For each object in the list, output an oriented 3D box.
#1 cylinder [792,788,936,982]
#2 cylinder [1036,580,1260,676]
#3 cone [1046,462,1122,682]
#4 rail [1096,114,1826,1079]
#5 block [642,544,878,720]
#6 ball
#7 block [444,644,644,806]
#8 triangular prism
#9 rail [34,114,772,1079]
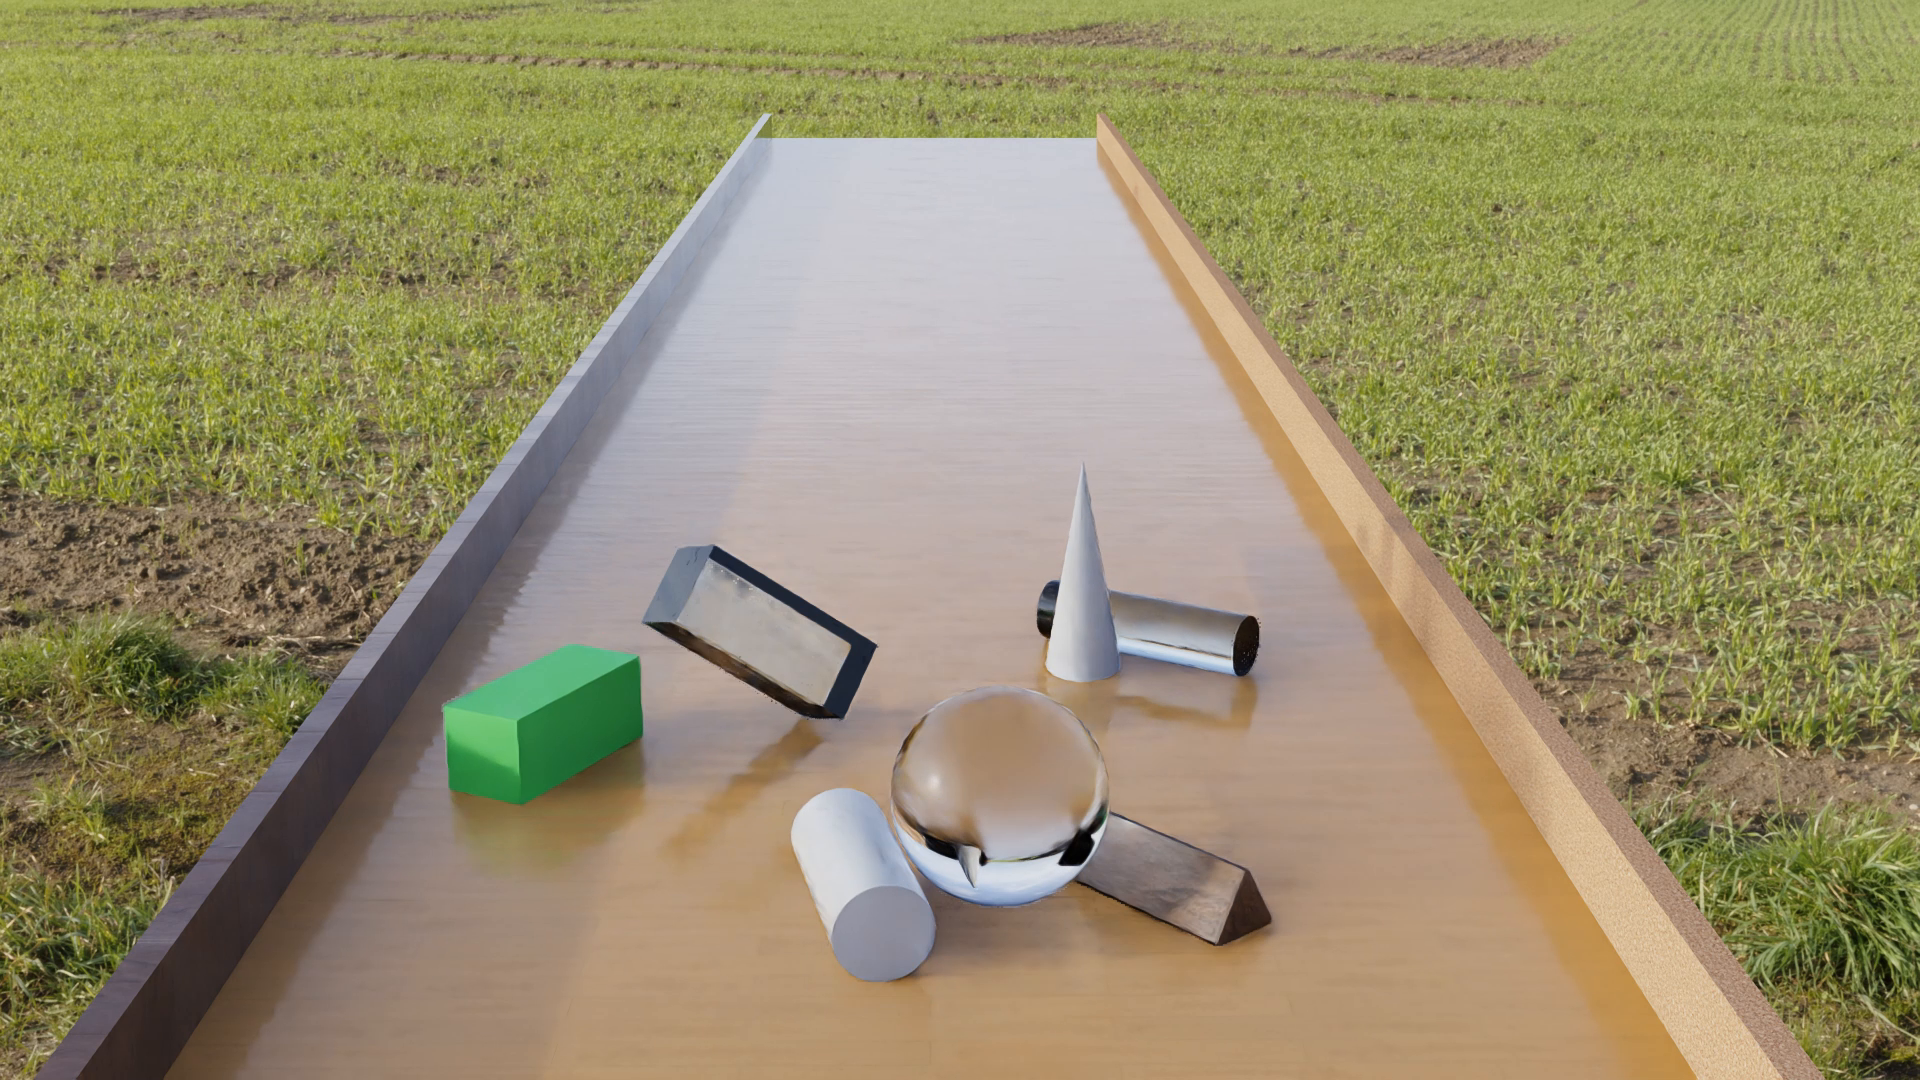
[{"bbox_3d":[-0.148,0.506,3.262,0.150,0.150,0.355,-4,17,-13],"label":"cylinder"},{"bbox_3d":[0.375,0.175,4.424,0.440,0.123,0.123,10,19,31],"label":"cylinder"},{"bbox_3d":[0.240,0.046,4.272,0.150,0.440,0.150,-1,24,1],"label":"cone"},{"bbox_3d":[0.932,-0.844,7.801,0.050,0.150,12.000,0,17,-1],"label":"rail"},{"bbox_3d":[-0.362,0.170,3.988,0.375,0.152,0.152,33,-19,-27],"label":"block"},{"bbox_3d":[0.061,0.388,3.337,0.334,0.334,0.334,0,17,0],"label":"ball"},{"bbox_3d":[-0.729,0.319,3.883,0.153,0.153,0.361,8,18,25],"label":"block"},{"bbox_3d":[0.313,0.499,3.358,0.120,0.104,0.324,-15,22,-39],"label":"triangular prism"},{"bbox_3d":[-1.118,-0.838,7.780,0.050,0.150,12.000,0,17,-1],"label":"rail"}]
